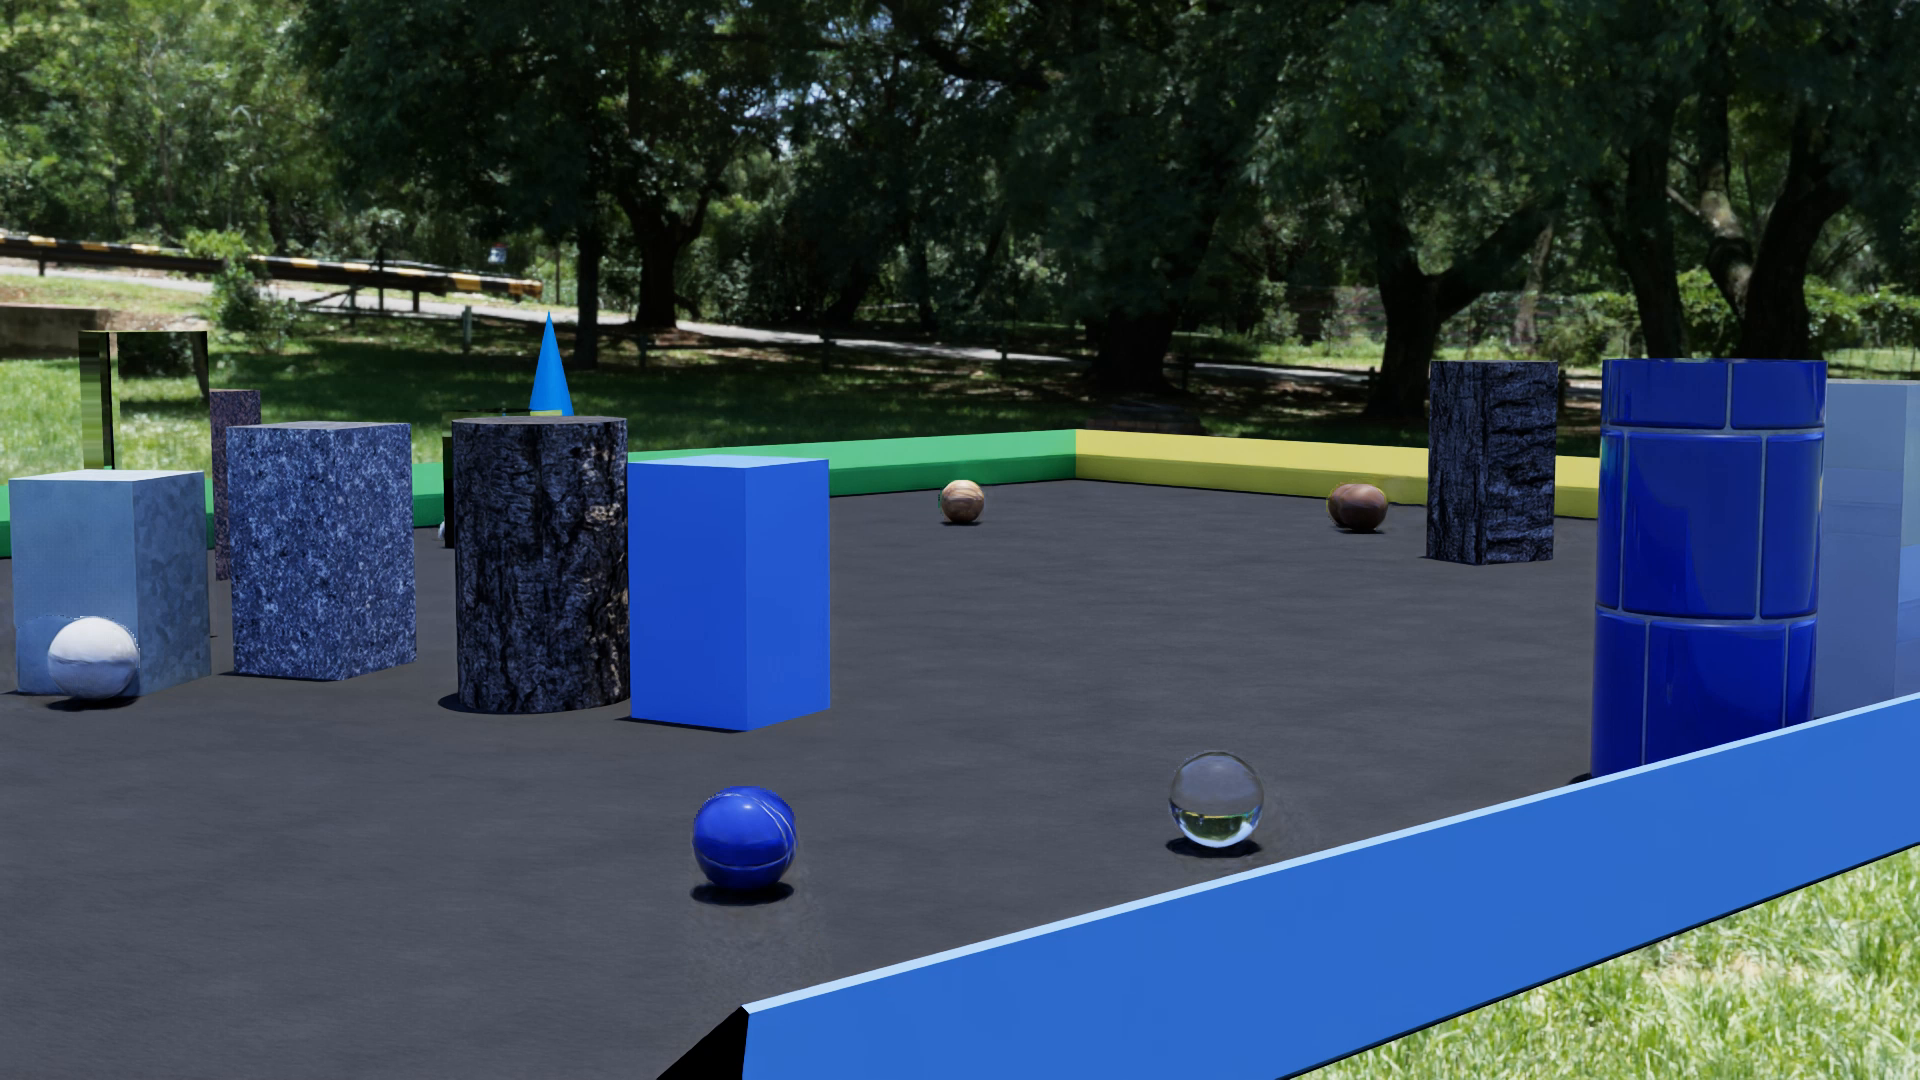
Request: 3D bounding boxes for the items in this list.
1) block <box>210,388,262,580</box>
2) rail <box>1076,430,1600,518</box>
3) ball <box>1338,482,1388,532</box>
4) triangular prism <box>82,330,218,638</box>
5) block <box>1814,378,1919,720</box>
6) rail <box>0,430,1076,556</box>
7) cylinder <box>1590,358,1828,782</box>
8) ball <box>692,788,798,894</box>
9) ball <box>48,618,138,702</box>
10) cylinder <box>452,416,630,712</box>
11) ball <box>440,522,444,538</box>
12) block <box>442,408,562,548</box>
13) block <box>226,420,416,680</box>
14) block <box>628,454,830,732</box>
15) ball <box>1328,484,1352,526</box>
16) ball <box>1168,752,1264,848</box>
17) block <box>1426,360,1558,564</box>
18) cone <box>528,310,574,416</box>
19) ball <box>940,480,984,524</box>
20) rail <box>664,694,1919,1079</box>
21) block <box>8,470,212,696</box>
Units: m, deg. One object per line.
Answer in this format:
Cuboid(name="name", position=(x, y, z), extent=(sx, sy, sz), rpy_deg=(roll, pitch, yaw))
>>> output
Cuboid(name="block", position=(-1.280, -0.094, 3.674), extent=(0.157, 0.311, 0.157), rpy_deg=(4, 7, 32))
Cuboid(name="rail", position=(1.411, -0.102, 4.627), extent=(0.045, 0.128, 3.307), rpy_deg=(-5, 8, -42))
Cuboid(name="ball", position=(0.811, -0.066, 4.431), extent=(0.098, 0.098, 0.098), rpy_deg=(0, 6, 0))
Cuboid(name="triangular prism", position=(-1.081, -0.072, 2.957), extent=(0.148, 0.417, 0.170), rpy_deg=(-3, 7, -30))
Cuboid(name="block", position=(0.999, 0.008, 2.441), extent=(0.157, 0.366, 0.157), rpy_deg=(-6, 8, -43))
Cuboid(name="rail", position=(-1.105, -0.091, 4.523), extent=(3.888, 0.128, 0.045), rpy_deg=(-5, 8, -42))
Cuboid(name="cylinder", position=(0.694, 0.033, 2.046), extent=(0.197, 0.398, 0.197), rpy_deg=(0, 6, 0))
Cuboid(name="ball", position=(-0.165, 0.230, 1.686), extent=(0.080, 0.080, 0.080), rpy_deg=(0, 6, 0))
Cuboid(name="ball", position=(-0.983, 0.135, 2.494), extent=(0.095, 0.095, 0.095), rpy_deg=(0, 6, 0))
Cuboid(name="cylinder", position=(-0.479, 0.022, 2.524), extent=(0.197, 0.320, 0.197), rpy_deg=(0, 6, 0))
Cuboid(name="ball", position=(-0.981, -0.020, 4.242), extent=(0.046, 0.046, 0.046), rpy_deg=(0, 6, 0))
Cuboid(name="block", position=(-0.863, -0.117, 4.161), extent=(0.157, 0.256, 0.157), rpy_deg=(4, 7, 30))
Cuboid(name="block", position=(-0.793, 0.008, 2.740), extent=(0.157, 0.303, 0.157), rpy_deg=(2, 6, 20))
Cuboid(name="block", position=(-0.253, 0.052, 2.425), extent=(0.157, 0.280, 0.157), rpy_deg=(3, 7, 30))
Cuboid(name="ball", position=(0.804, -0.072, 4.532), extent=(0.090, 0.090, 0.090), rpy_deg=(0, 6, 0))
Cuboid(name="ball", position=(0.213, 0.216, 1.829), extent=(0.079, 0.079, 0.079), rpy_deg=(0, 6, 0))
Cuboid(name="block", position=(0.954, -0.144, 3.948), extent=(0.157, 0.354, 0.157), rpy_deg=(-3, 7, -29))
Cuboid(name="cone", position=(-0.821, -0.239, 4.416), extent=(0.197, 0.446, 0.197), rpy_deg=(0, 6, 0))
Cuboid(name="ball", position=(0.005, -0.081, 4.600), extent=(0.093, 0.093, 0.093), rpy_deg=(0, 6, 0))
Cuboid(name="rail", position=(1.105, 0.158, 2.141), extent=(3.888, 0.128, 0.045), rpy_deg=(-5, 8, -42))
Cuboid(name="block", position=(-1.009, 0.047, 2.619), extent=(0.157, 0.250, 0.157), rpy_deg=(1, 6, 11))
